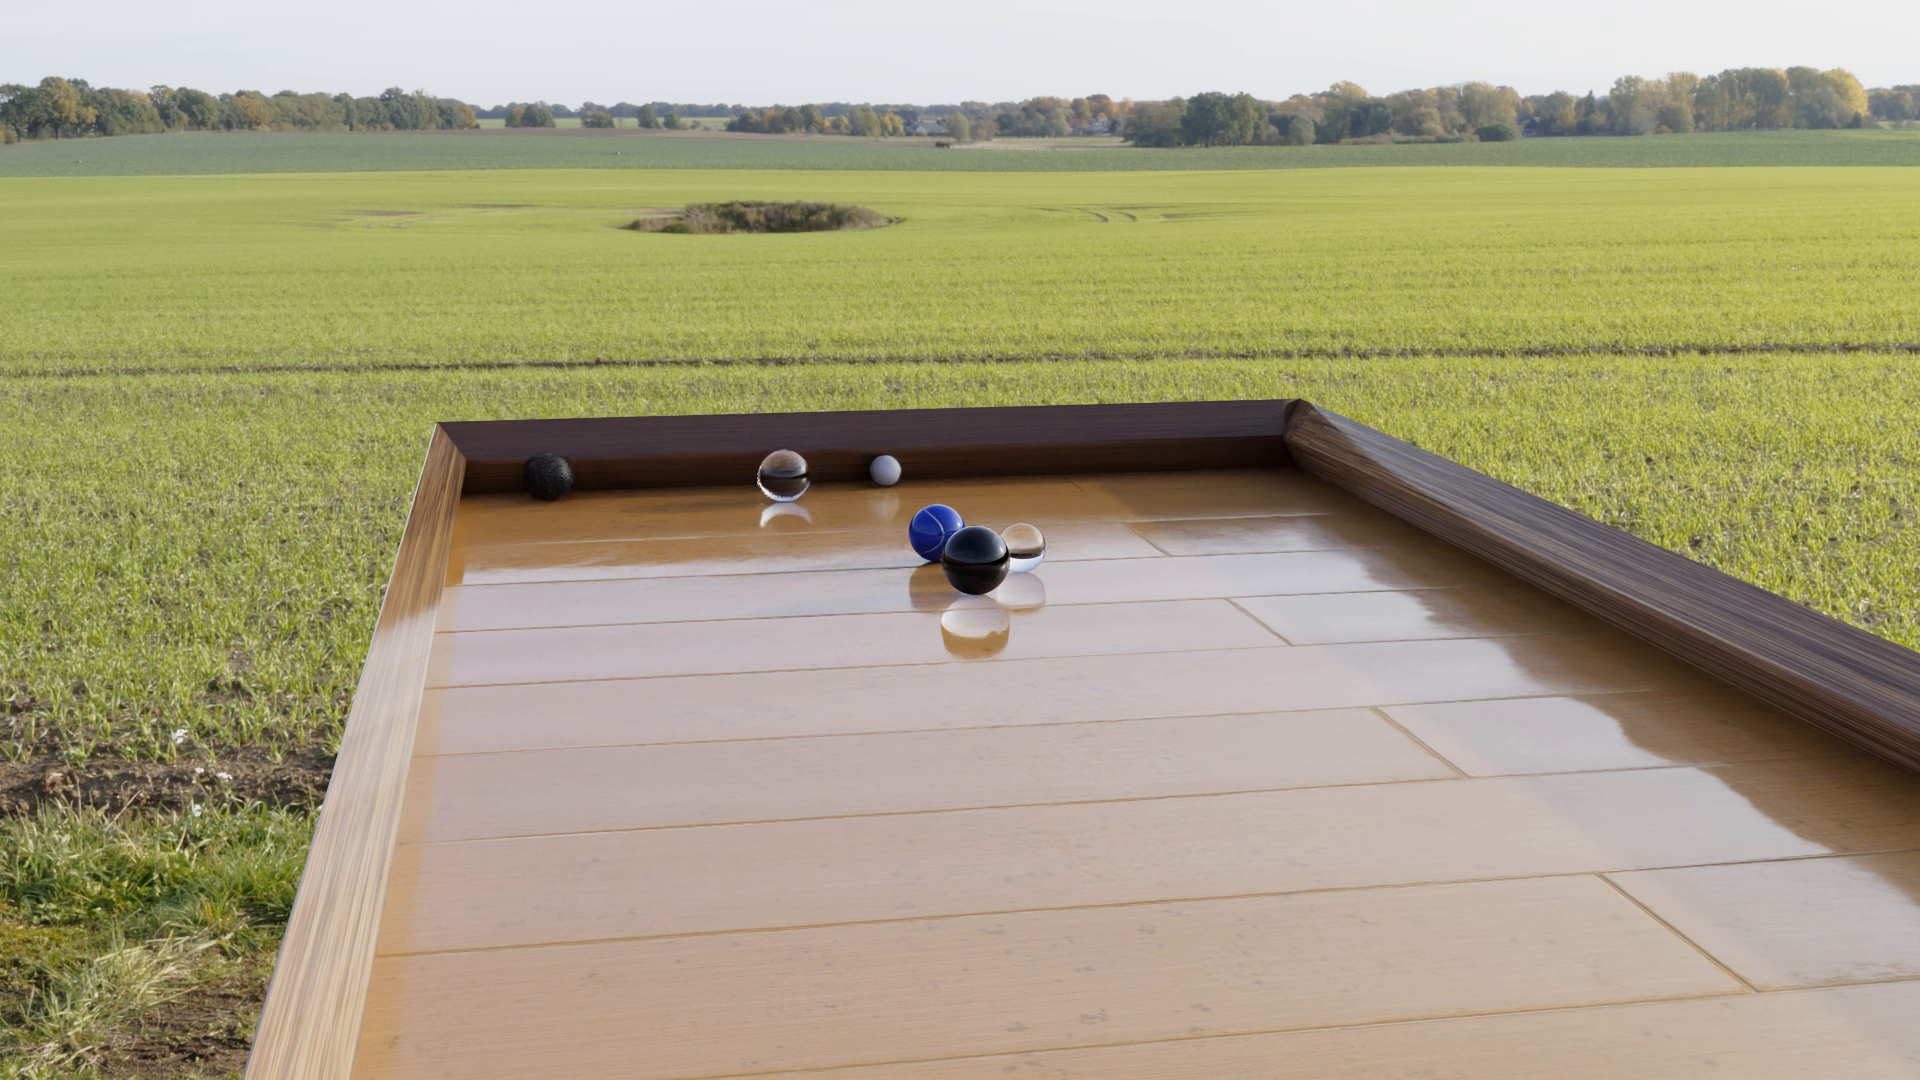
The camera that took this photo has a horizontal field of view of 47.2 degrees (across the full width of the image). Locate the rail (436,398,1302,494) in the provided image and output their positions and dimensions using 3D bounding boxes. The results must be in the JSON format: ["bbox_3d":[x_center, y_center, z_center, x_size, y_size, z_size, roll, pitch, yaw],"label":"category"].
[{"bbox_3d":[-0.119,-0.150,3.548,1.415,0.114,0.045,-2,12,-10],"label":"rail"}]

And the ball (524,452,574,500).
[{"bbox_3d":[-0.636,-0.098,3.402,0.074,0.074,0.074,0,12,0],"label":"ball"}]

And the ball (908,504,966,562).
[{"bbox_3d":[-0.031,-0.009,2.965,0.078,0.078,0.078,0,12,0],"label":"ball"}]

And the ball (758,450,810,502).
[{"bbox_3d":[-0.271,-0.099,3.391,0.081,0.081,0.081,0,12,0],"label":"ball"}]

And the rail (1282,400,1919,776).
[{"bbox_3d":[0.795,0.085,2.416,0.045,0.114,2.658,-2,12,-10],"label":"rail"}]

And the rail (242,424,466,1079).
[{"bbox_3d":[-0.548,0.136,2.168,0.045,0.114,2.658,-2,12,-10],"label":"rail"}]

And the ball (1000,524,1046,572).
[{"bbox_3d":[0.081,0.010,2.900,0.066,0.066,0.066,0,12,0],"label":"ball"}]

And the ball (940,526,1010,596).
[{"bbox_3d":[0.020,0.026,2.771,0.088,0.088,0.088,0,12,0],"label":"ball"}]

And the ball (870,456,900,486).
[{"bbox_3d":[-0.120,-0.111,3.524,0.050,0.050,0.050,0,12,0],"label":"ball"}]
